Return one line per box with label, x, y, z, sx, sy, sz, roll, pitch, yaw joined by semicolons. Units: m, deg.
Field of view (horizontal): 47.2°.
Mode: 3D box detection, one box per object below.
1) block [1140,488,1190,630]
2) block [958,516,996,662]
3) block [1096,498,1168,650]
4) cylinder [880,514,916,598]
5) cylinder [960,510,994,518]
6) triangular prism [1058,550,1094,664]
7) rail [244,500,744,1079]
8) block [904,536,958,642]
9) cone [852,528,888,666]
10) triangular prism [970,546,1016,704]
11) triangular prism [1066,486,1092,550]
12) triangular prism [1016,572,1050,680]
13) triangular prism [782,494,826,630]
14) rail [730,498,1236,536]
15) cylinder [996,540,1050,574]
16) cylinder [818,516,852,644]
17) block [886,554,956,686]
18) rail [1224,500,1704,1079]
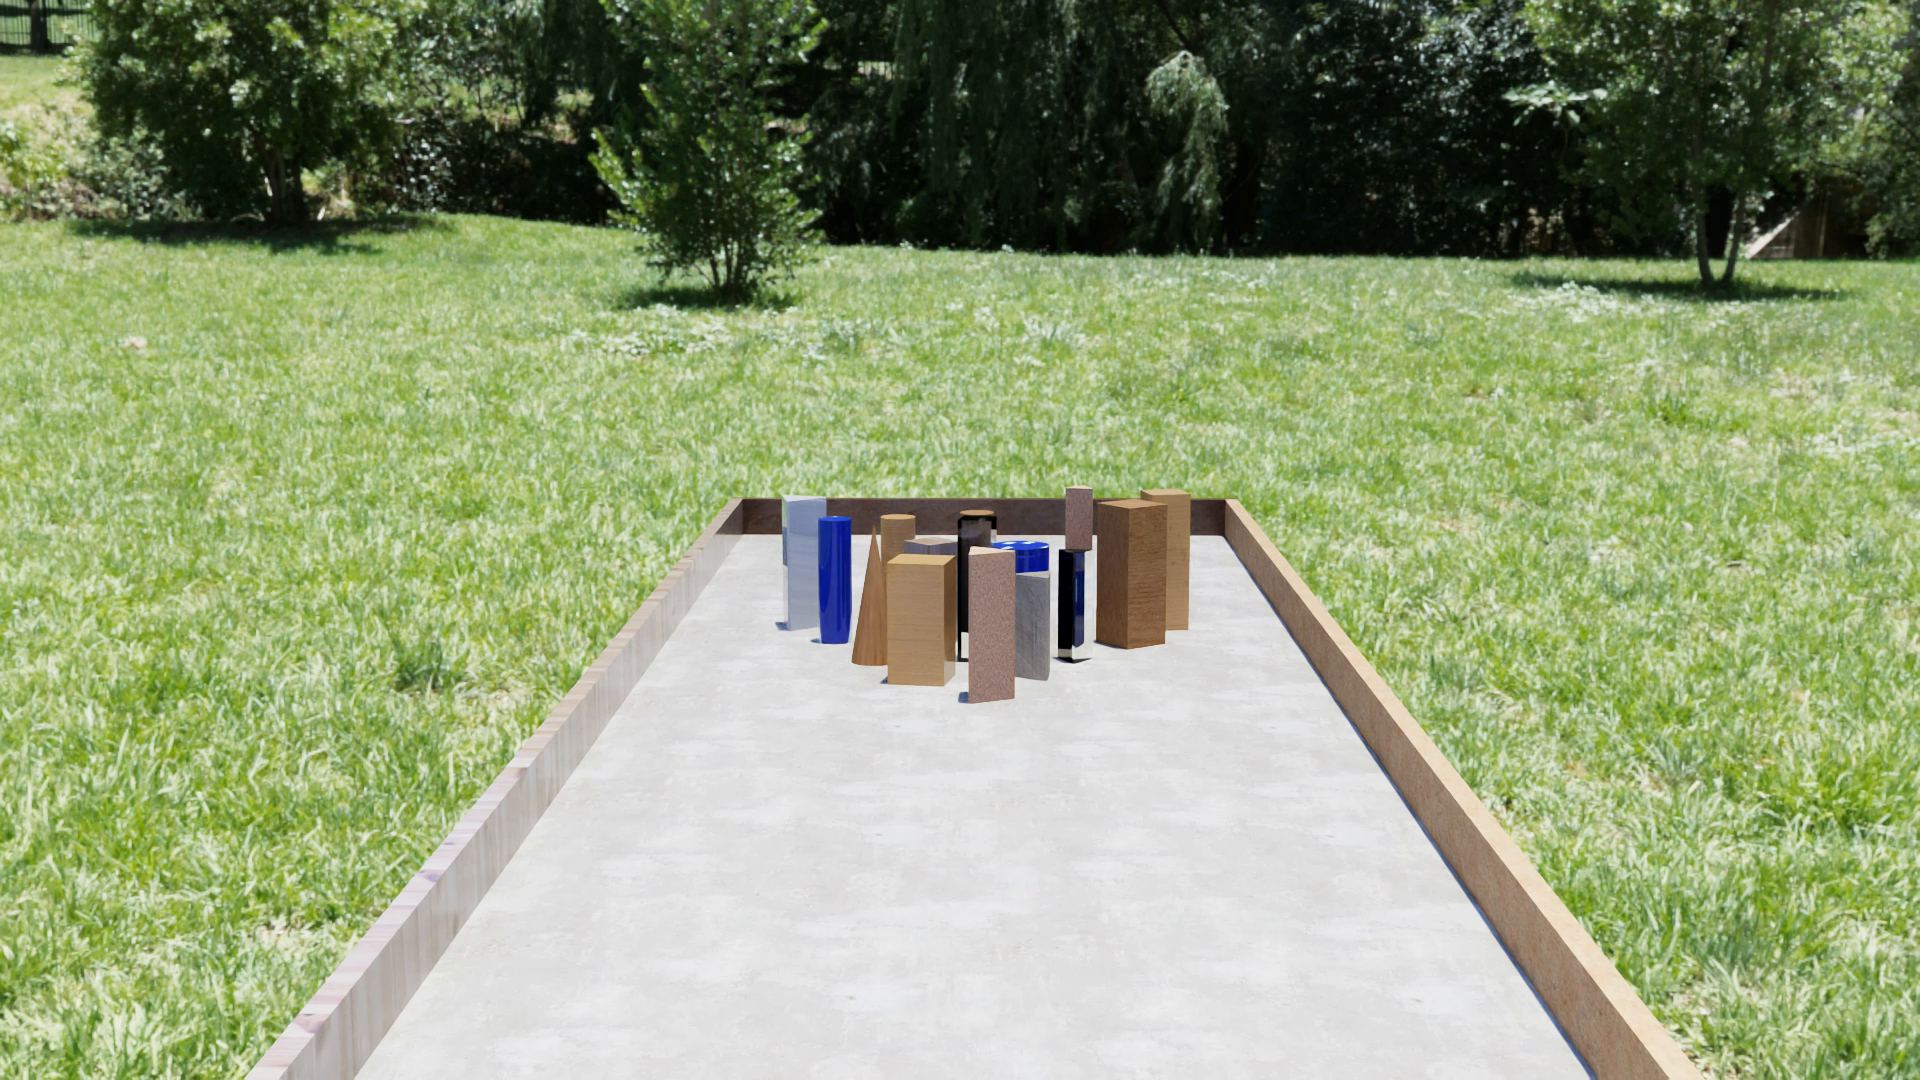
block;0.667;0.064;7.176;0.130;0.447;0.130;-2;9;-13
block;0.052;0.149;6.678;0.102;0.435;0.102;2;9;11
block;0.540;0.106;6.923;0.156;0.444;0.156;-6;11;-35
cylinder;-0.202;0.104;7.187;0.113;0.364;0.113;0;9;0
cylinder;0.055;0.099;7.169;0.110;0.381;0.110;0;9;0
triangular prism;0.338;0.198;6.685;0.091;0.337;0.106;6;11;35
rail;-1.004;0.839;3.234;0.050;0.150;12.000;0;9;1
block;-0.089;0.162;6.963;0.124;0.321;0.124;-7;12;-38
cone;-0.259;0.159;6.653;0.144;0.424;0.144;0;9;0
triangular prism;0.063;0.235;6.183;0.143;0.421;0.124;-5;10;-27
triangular prism;0.397;0.052;7.220;0.089;0.457;0.077;2;9;14
triangular prism;0.234;0.249;6.465;0.120;0.305;0.104;6;11;35
triangular prism;-0.538;0.070;7.207;0.156;0.426;0.135;-8;12;-40
rail;0.099;-0.098;9.147;2.100;0.150;0.050;0;9;1
cylinder;0.192;0.171;6.923;0.179;0.315;0.179;0;9;0
cylinder;-0.395;0.127;6.952;0.106;0.393;0.106;0;9;0
block;-0.112;0.232;6.406;0.167;0.357;0.167;2;9;11
rail;1.046;0.843;3.208;0.050;0.150;12.000;0;9;1
